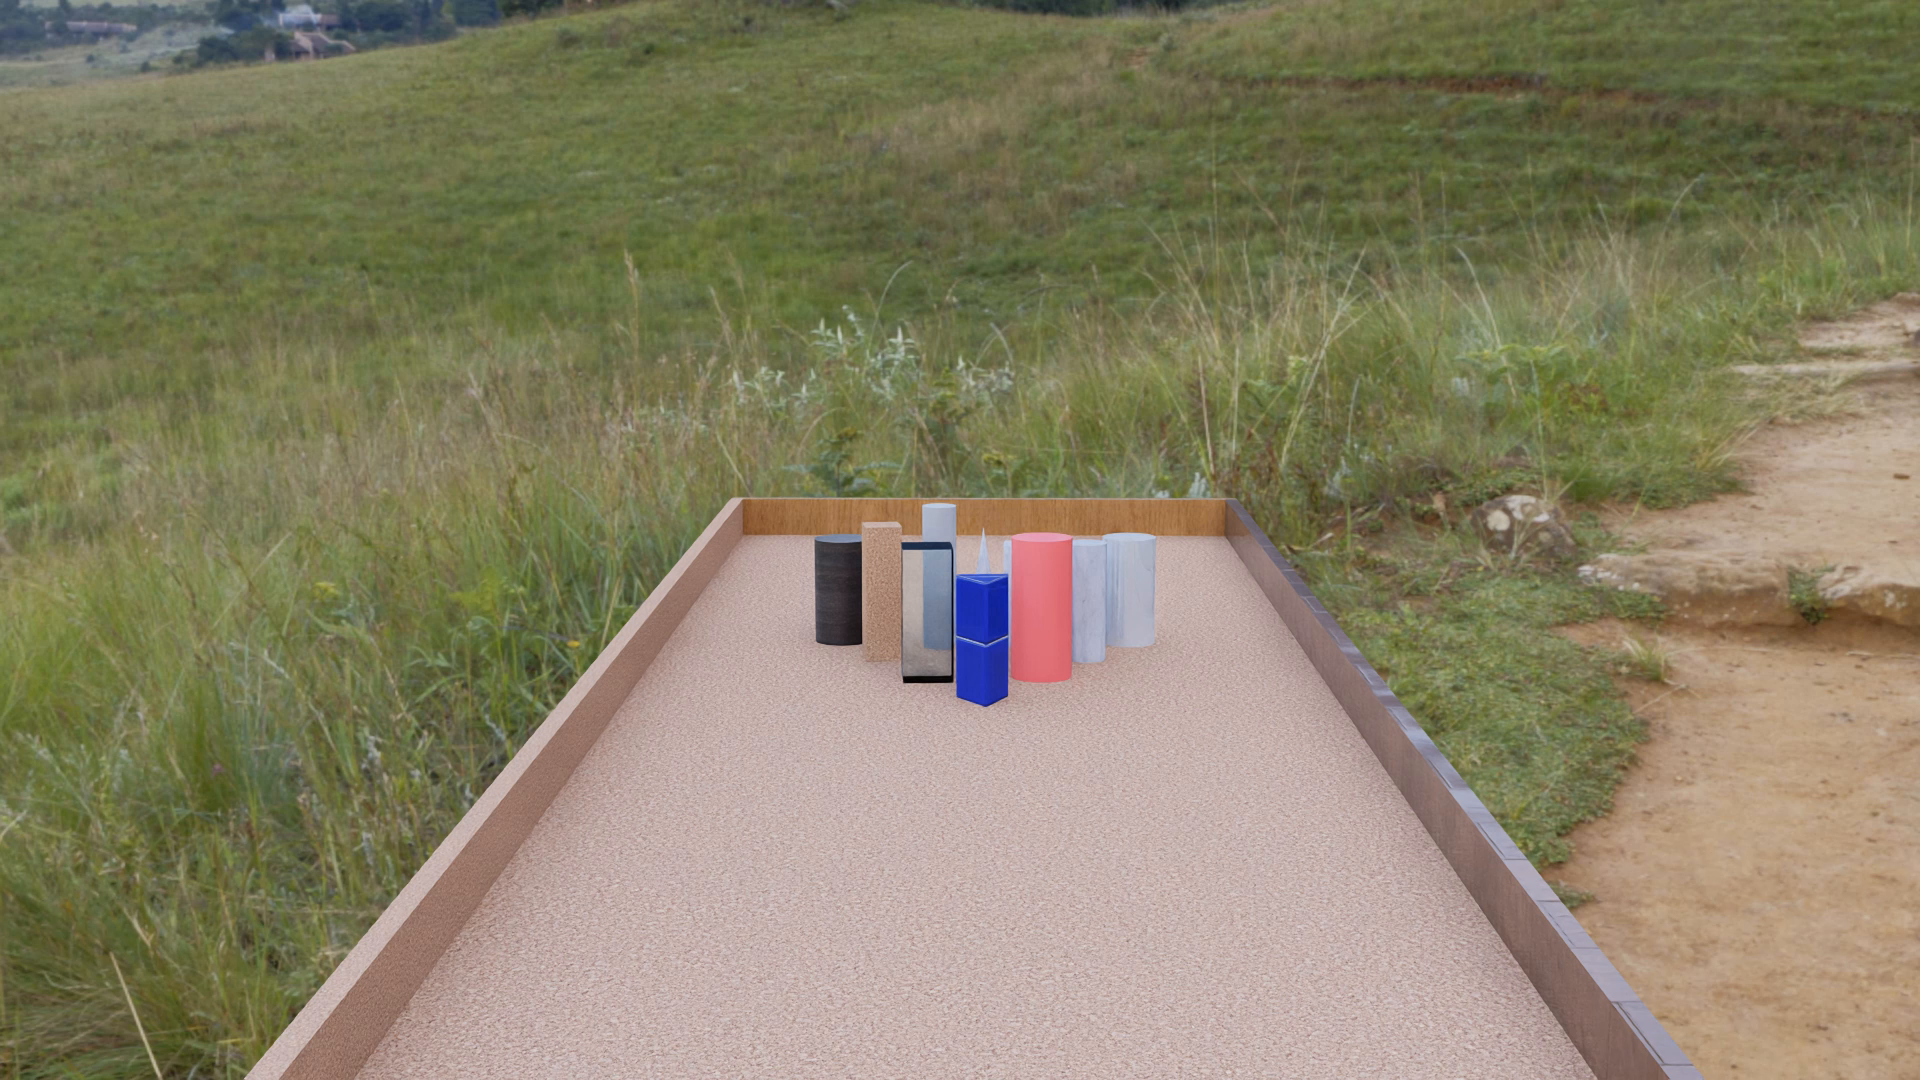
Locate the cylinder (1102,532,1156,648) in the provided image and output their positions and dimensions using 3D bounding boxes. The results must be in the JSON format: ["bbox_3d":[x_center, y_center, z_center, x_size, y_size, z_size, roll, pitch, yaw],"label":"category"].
[{"bbox_3d":[0.532,0.157,6.944,0.169,0.337,0.169,0,9,0],"label":"cylinder"}]

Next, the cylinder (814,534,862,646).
[{"bbox_3d":[-0.371,0.156,6.975,0.178,0.328,0.178,0,9,0],"label":"cylinder"}]

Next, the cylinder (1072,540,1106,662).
[{"bbox_3d":[0.384,0.185,6.692,0.122,0.359,0.122,0,9,0],"label":"cylinder"}]

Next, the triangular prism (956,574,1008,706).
[{"bbox_3d":[0.083,0.274,6.157,0.125,0.351,0.144,-6,11,-34],"label":"triangular prism"}]

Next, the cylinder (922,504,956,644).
[{"bbox_3d":[-0.065,0.109,6.917,0.107,0.439,0.107,0,9,0],"label":"cylinder"}]

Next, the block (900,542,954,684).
[{"bbox_3d":[-0.096,0.211,6.427,0.146,0.392,0.146,-1,9,-4],"label":"block"}]

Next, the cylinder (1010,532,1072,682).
[{"bbox_3d":[0.239,0.196,6.447,0.179,0.414,0.179,0,9,0],"label":"cylinder"}]

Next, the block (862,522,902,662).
[{"bbox_3d":[-0.237,0.157,6.703,0.110,0.412,0.110,-1,9,-9],"label":"block"}]

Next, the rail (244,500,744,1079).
[{"bbox_3d":[-1.004,0.839,3.234,0.050,0.150,12.000,0,9,1],"label":"rail"}]

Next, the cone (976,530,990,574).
[{"bbox_3d":[0.071,0.162,6.677,0.129,0.410,0.129,0,9,0],"label":"cone"}]

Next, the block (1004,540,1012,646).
[{"bbox_3d":[0.199,0.169,6.927,0.123,0.319,0.123,0,9,2],"label":"block"}]

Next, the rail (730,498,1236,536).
[{"bbox_3d":[0.099,-0.098,9.147,2.100,0.150,0.050,0,9,1],"label":"rail"}]

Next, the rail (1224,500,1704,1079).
[{"bbox_3d":[1.046,0.843,3.208,0.050,0.150,12.000,0,9,1],"label":"rail"}]
